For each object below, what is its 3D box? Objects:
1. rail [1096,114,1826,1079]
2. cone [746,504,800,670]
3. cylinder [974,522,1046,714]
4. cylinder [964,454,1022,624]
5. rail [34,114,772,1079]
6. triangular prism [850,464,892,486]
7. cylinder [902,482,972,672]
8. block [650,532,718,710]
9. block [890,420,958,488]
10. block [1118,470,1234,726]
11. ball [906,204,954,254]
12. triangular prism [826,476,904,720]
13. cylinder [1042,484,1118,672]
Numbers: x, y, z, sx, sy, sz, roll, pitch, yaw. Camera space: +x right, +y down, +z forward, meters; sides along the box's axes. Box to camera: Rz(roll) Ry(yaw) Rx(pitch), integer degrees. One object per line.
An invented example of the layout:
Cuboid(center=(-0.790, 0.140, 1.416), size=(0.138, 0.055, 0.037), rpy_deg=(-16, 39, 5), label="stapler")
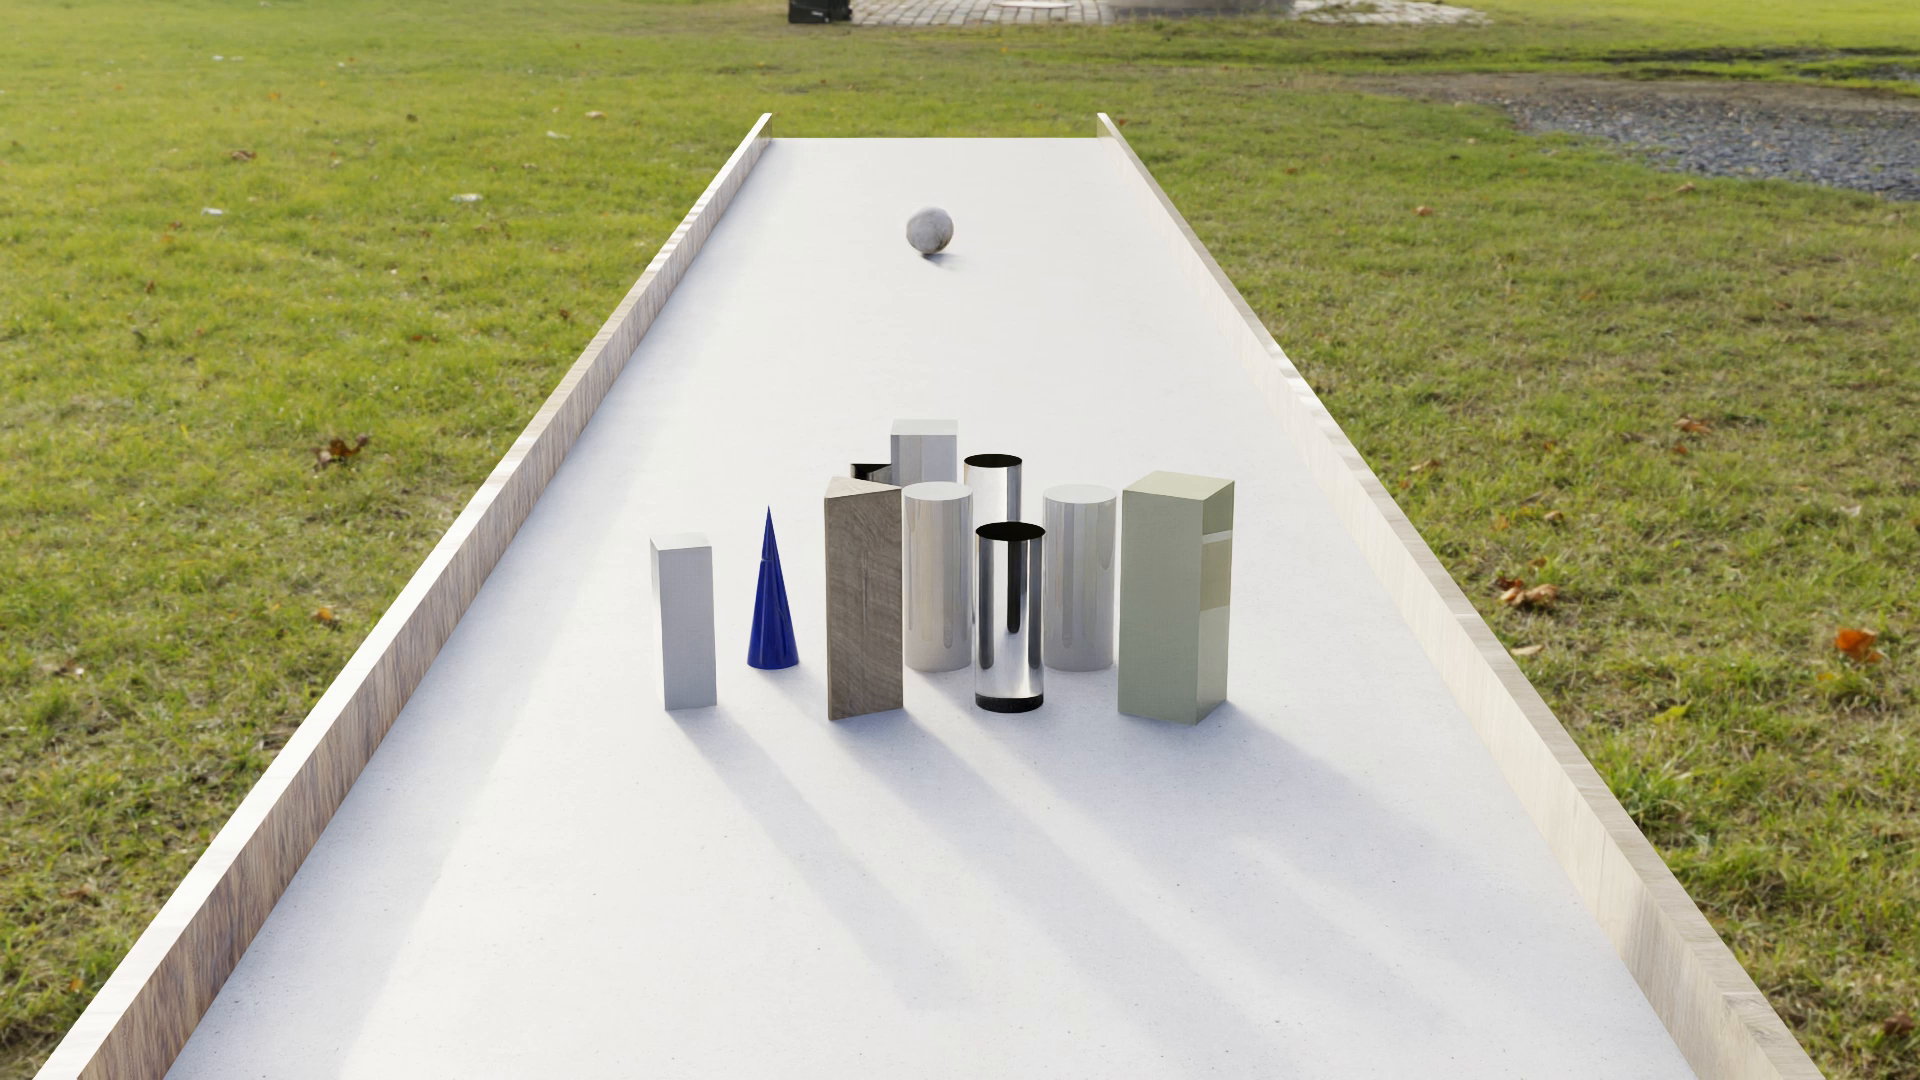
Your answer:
Cuboid(center=(0.932, -0.844, 7.801), size=(0.050, 0.150, 12.000), rpy_deg=(0, 17, -1), label="rail")
Cuboid(center=(-0.376, 0.084, 4.366), size=(0.108, 0.329, 0.108), rpy_deg=(0, 17, 0), label="cone")
Cuboid(center=(0.094, 0.145, 4.146), size=(0.131, 0.337, 0.131), rpy_deg=(0, 17, 0), label="cylinder")
Cuboid(center=(0.069, -0.001, 4.630), size=(0.123, 0.342, 0.123), rpy_deg=(0, 17, 0), label="cylinder")
Cuboid(center=(-1.118, -0.838, 7.780), size=(0.050, 0.150, 12.000), rpy_deg=(0, 17, -1), label="rail")
Cuboid(center=(-0.199, 0.000, 4.659), size=(0.075, 0.324, 0.087), rpy_deg=(10, 19, 31), label="triangular prism")
Cuboid(center=(-0.045, 0.073, 4.364), size=(0.140, 0.353, 0.140), rpy_deg=(0, 17, 0), label="cylinder")
Cuboid(center=(-0.523, 0.152, 4.160), size=(0.100, 0.316, 0.100), rpy_deg=(-5, 17, -16), label="block")
Cuboid(center=(-0.077, -0.078, 4.868), size=(0.144, 0.354, 0.144), rpy_deg=(0, 17, 1), label="block")
Cuboid(center=(0.403, 0.106, 4.110), size=(0.158, 0.433, 0.158), rpy_deg=(8, 19, 26), label="block")
Cuboid(center=(-0.128, -1.313, 9.281), size=(0.206, 0.206, 0.206), rpy_deg=(0, 17, 0), label="ball")
Cuboid(center=(-0.205, 0.103, 4.126), size=(0.153, 0.430, 0.133), rpy_deg=(-8, 18, -26), label="triangular prism")
Cuboid(center=(0.235, 0.074, 4.368), size=(0.146, 0.346, 0.146), rpy_deg=(0, 17, 0), label="cylinder")
